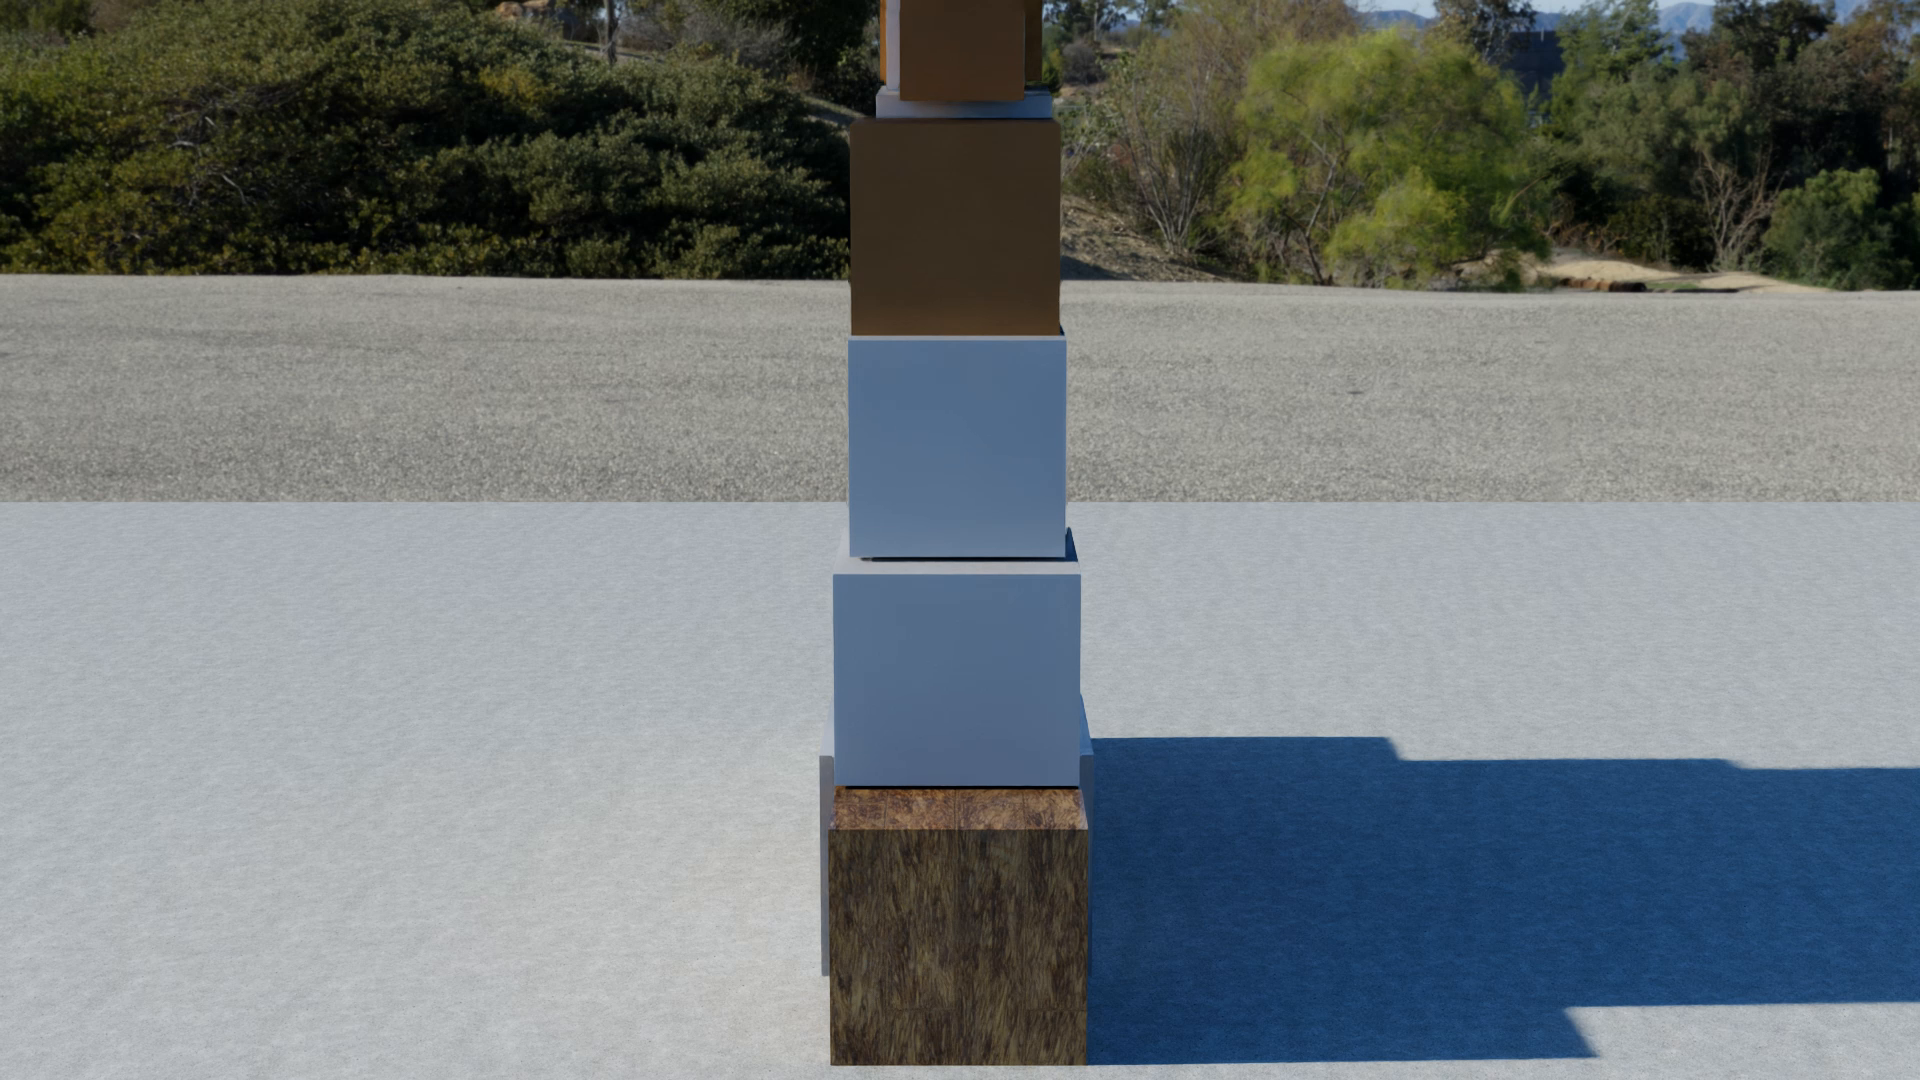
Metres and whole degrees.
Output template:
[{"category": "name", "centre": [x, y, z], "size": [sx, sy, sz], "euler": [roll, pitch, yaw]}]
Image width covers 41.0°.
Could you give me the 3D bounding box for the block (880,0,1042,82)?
[{"category": "block", "centre": [0.004, -2.362, 11.254], "size": [0.695, 0.639, 0.617], "euler": [0, 15, 0]}]

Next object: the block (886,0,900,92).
[{"category": "block", "centre": [-0.018, -2.205, 10.703], "size": [0.565, 0.615, 0.529], "euler": [0, 15, 0]}]

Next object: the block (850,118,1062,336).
[{"category": "block", "centre": [-0.017, -1.229, 9.939], "size": [0.779, 0.780, 0.853], "euler": [0, 11, 0]}]

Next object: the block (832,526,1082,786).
[{"category": "block", "centre": [-0.011, 0.430, 9.929], "size": [0.911, 0.804, 0.944], "euler": [0, 11, 0]}]

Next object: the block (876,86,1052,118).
[{"category": "block", "centre": [0.016, -1.509, 10.715], "size": [0.704, 0.725, 0.726], "euler": [0, 13, 0]}]

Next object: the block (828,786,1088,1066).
[{"category": "block", "centre": [-0.006, 1.371, 9.571], "size": [0.917, 0.879, 0.916], "euler": [0, 10, 0]}]

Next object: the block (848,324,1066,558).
[{"category": "block", "centre": [-0.010, -0.414, 9.922], "size": [0.808, 0.815, 0.815], "euler": [0, 11, 0]}]

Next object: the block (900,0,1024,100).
[{"category": "block", "centre": [0.007, -2.010, 10.188], "size": [0.482, 0.492, 0.511], "euler": [0, 13, 0]}]

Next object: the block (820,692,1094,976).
[{"category": "block", "centre": [-0.014, 1.186, 10.535], "size": [1.066, 0.898, 1.026], "euler": [0, 10, 0]}]

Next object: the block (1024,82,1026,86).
[{"category": "block", "centre": [-0.007, -1.846, 12.000], "size": [0.616, 0.597, 0.605], "euler": [0, 8, 0]}]
